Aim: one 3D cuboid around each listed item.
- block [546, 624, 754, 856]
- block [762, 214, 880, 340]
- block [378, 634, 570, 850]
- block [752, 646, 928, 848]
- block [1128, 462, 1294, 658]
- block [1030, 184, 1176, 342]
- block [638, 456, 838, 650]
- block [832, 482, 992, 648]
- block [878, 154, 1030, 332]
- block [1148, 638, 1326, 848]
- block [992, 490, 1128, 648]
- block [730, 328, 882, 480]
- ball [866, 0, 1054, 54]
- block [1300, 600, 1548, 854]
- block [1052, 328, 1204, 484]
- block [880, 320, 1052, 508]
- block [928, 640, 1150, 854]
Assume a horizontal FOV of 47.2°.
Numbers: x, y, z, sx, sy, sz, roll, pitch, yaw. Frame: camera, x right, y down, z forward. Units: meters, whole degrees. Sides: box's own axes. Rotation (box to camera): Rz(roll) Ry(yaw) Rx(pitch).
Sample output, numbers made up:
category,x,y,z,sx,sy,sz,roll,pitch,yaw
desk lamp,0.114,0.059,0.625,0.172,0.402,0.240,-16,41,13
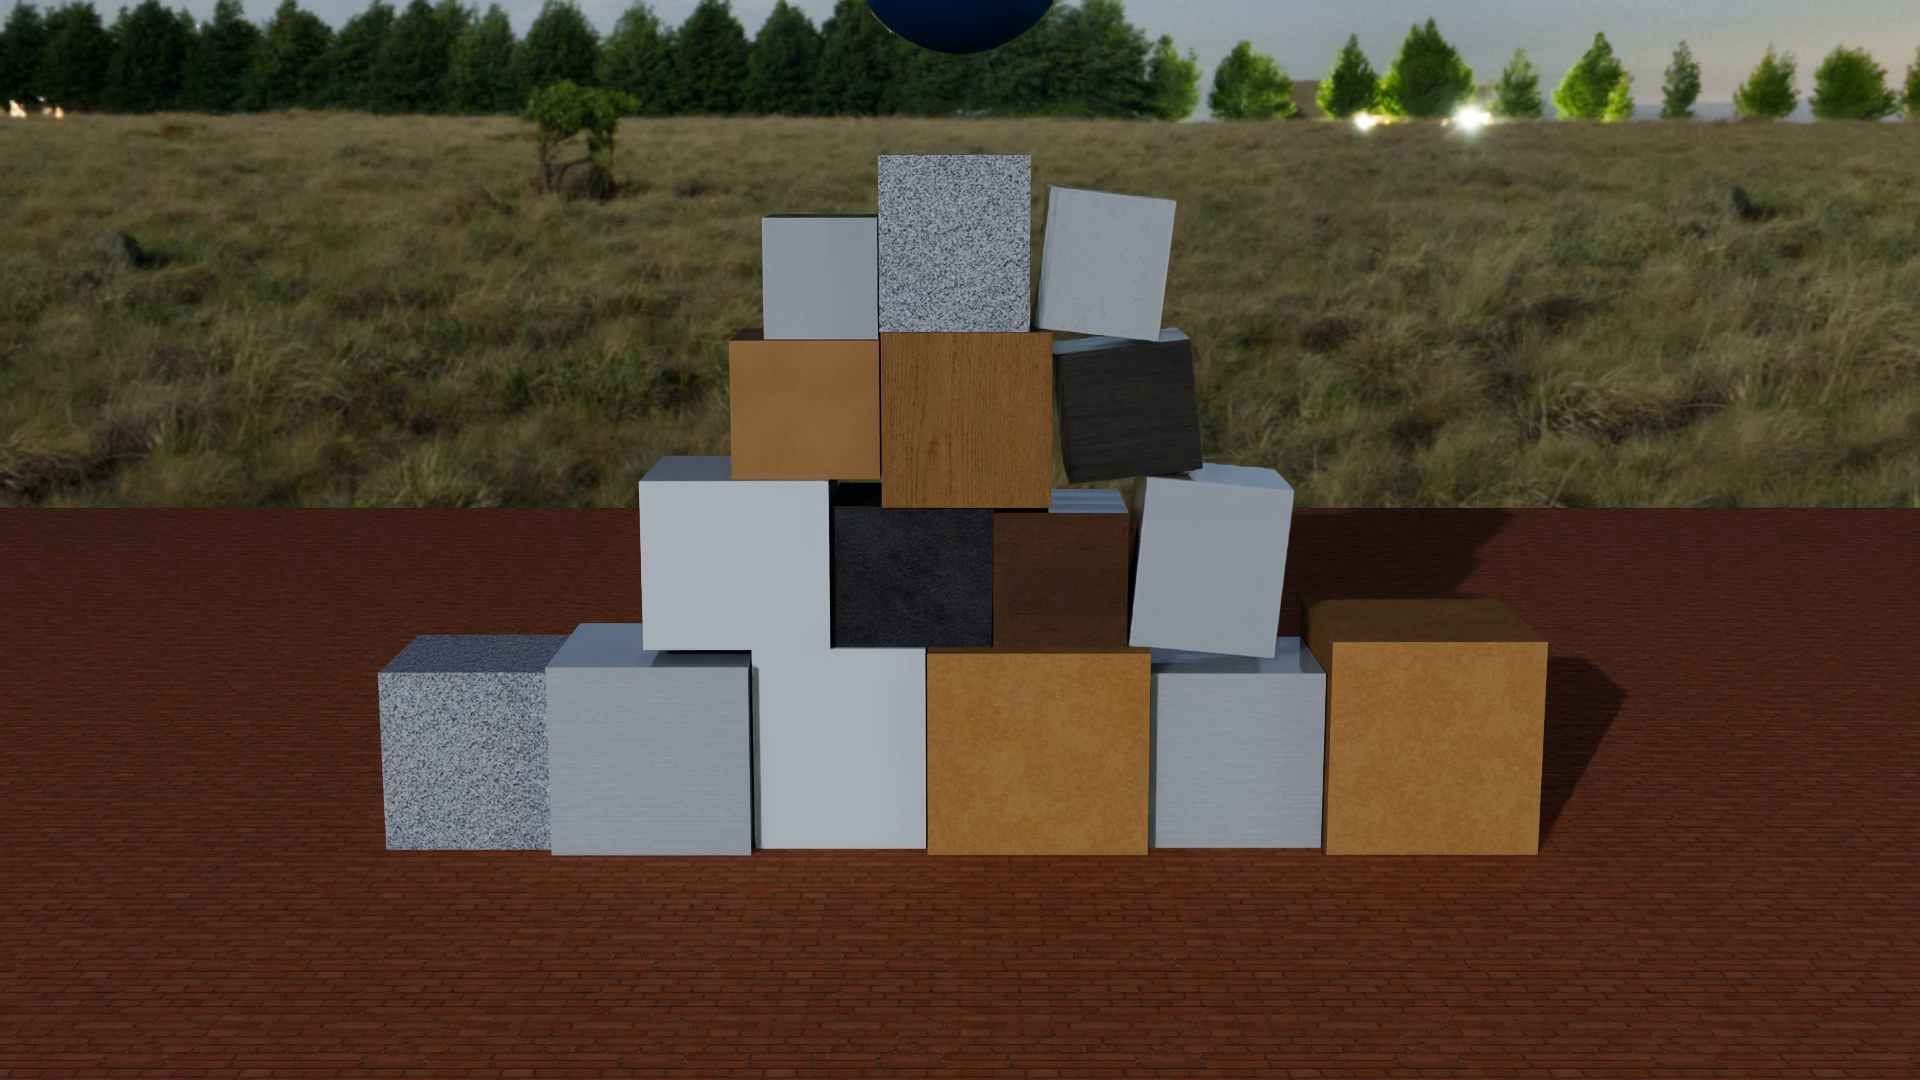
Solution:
category,x,y,z,sx,sy,sz,roll,pitch,yaw
block,-1.536,1.007,11.348,0.991,0.960,1.001,0,10,0
block,-0.678,-1.316,10.938,0.556,0.586,0.559,0,10,0
block,-2.459,1.028,11.364,0.835,0.912,0.852,0,10,0
block,-0.600,0.969,11.366,0.859,1.027,0.840,0,10,0
block,1.238,0.076,11.184,0.723,0.847,0.708,5,10,-1
block,0.703,-1.384,10.932,0.609,0.681,0.548,6,10,-1
block,-1.101,0.050,11.199,0.920,0.841,0.883,0,10,0
block,-0.237,0.115,11.216,0.787,0.706,0.767,0,10,0
block,-0.027,-1.484,10.899,0.726,0.841,0.749,0,10,0
block,1.379,1.032,11.376,0.870,0.900,0.815,0,10,0
block,0.497,0.133,11.204,0.662,0.675,0.743,0,10,0
block,-0.755,-0.696,11.059,0.725,0.677,0.737,0,10,0
ball,0.000,-4.264,15.594,1.600,1.600,1.600,0,10,0
block,2.350,0.942,11.353,1.052,1.084,1.021,0,10,0
block,0.828,-0.684,11.069,0.661,0.643,0.672,-7,10,1
block,0.032,-0.650,11.057,0.828,0.855,0.809,0,10,0
block,0.387,0.968,11.370,1.095,1.028,1.050,0,10,0
